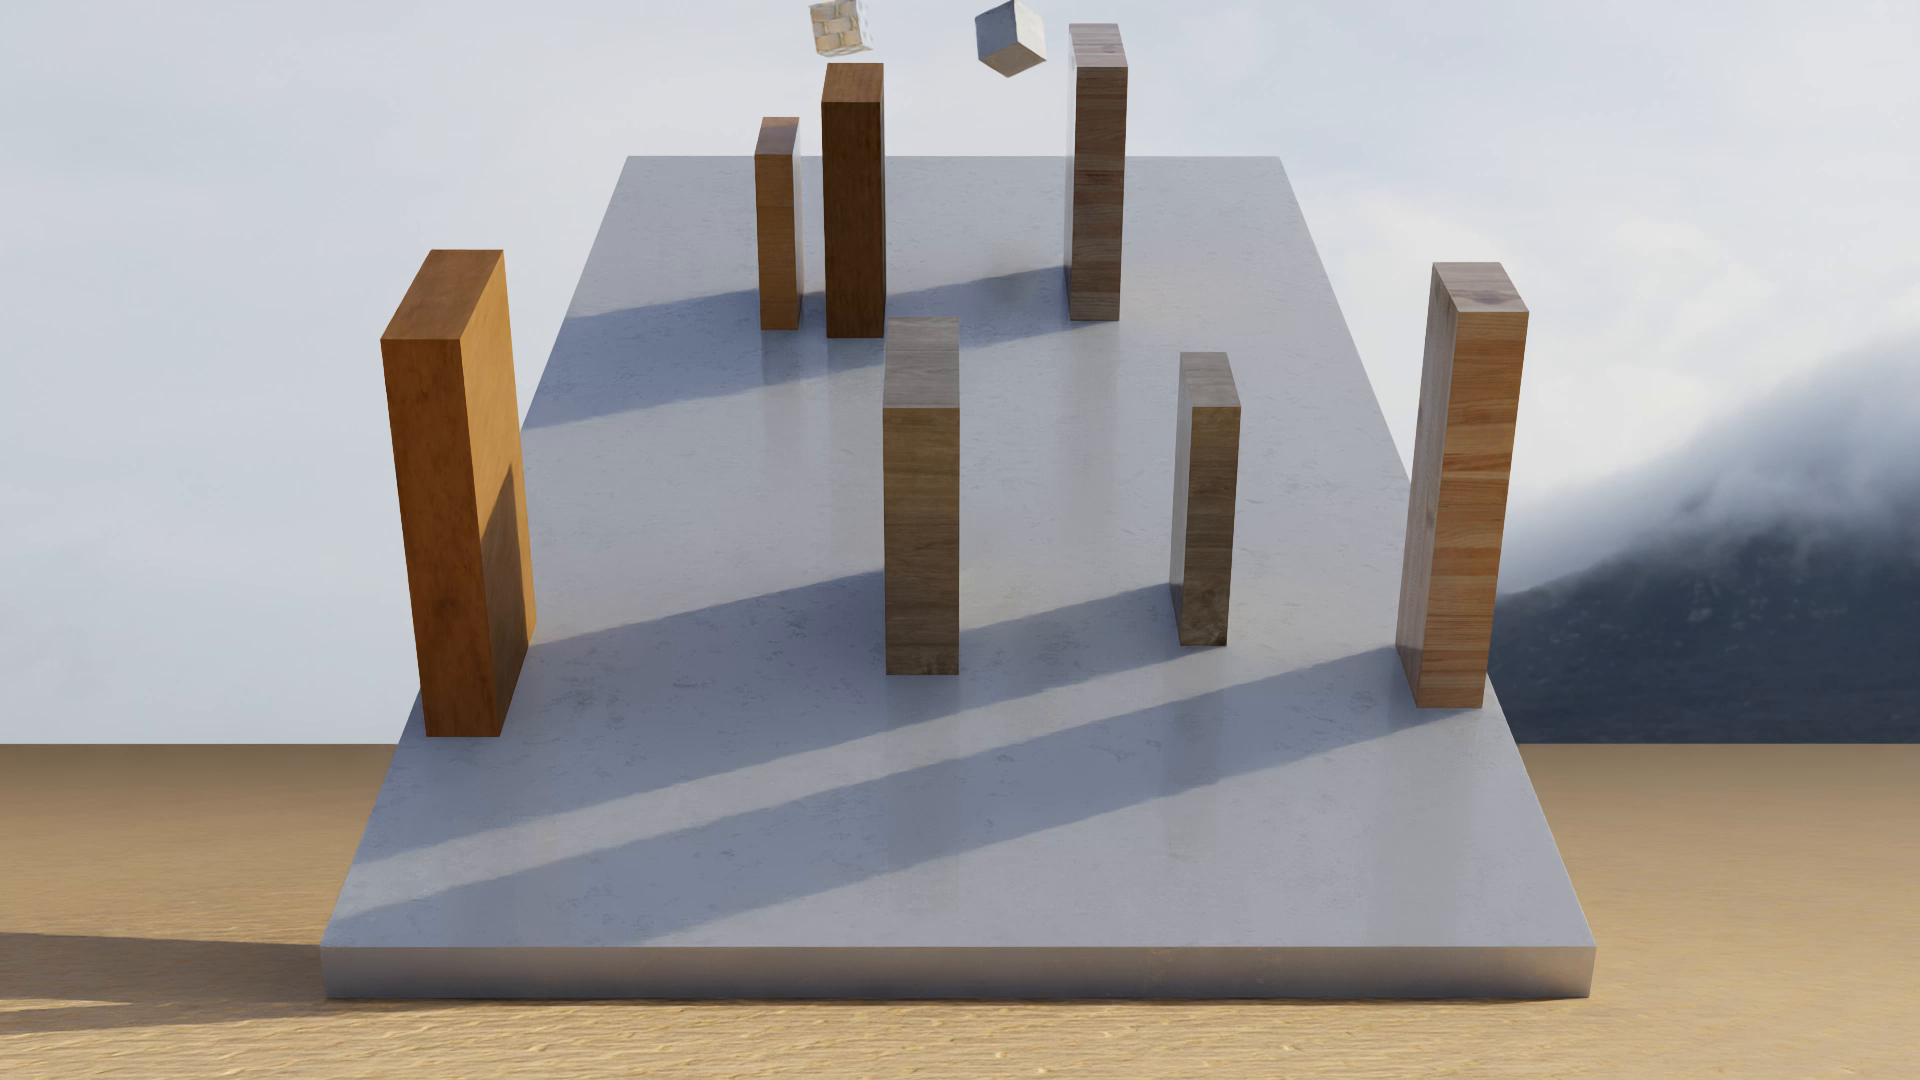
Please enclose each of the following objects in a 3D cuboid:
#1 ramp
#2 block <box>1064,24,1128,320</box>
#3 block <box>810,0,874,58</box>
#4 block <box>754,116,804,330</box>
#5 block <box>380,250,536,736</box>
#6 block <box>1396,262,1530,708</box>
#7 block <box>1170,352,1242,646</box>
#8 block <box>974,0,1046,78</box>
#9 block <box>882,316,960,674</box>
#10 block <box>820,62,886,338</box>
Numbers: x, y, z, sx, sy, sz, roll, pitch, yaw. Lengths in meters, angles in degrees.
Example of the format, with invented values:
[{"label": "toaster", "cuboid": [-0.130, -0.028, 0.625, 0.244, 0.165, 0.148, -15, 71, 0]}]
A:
[{"label": "ramp", "cuboid": [-0.011, -0.226, 5.515, 2.000, 0.100, 4.000, 0, 27, 0]}, {"label": "block", "cuboid": [0.345, -0.948, 6.095, 0.125, 0.662, 0.407, 0, 27, 0]}, {"label": "block", "cuboid": [-0.351, -1.522, 7.043, 0.142, 0.142, 0.142, -8, 4, 13]}, {"label": "block", "cuboid": [-0.457, -0.808, 6.035, 0.094, 0.461, 0.313, 0, 27, 0]}, {"label": "block", "cuboid": [-0.893, -0.086, 4.278, 0.132, 0.769, 0.431, 0, 27, 0]}, {"label": "block", "cuboid": [0.900, -0.093, 4.288, 0.120, 0.780, 0.240, 0, 27, 0]}, {"label": "block", "cuboid": [0.469, -0.079, 4.565, 0.089, 0.502, 0.261, 0, 27, 0]}, {"label": "block", "cuboid": [0.152, -1.502, 7.102, 0.147, 0.147, 0.147, -18, -24, 34]}, {"label": "block", "cuboid": [-0.071, -0.090, 4.533, 0.137, 0.547, 0.440, 0, 27, 0]}, {"label": "block", "cuboid": [-0.264, -0.856, 5.971, 0.142, 0.607, 0.344, 0, 27, 0]}]
